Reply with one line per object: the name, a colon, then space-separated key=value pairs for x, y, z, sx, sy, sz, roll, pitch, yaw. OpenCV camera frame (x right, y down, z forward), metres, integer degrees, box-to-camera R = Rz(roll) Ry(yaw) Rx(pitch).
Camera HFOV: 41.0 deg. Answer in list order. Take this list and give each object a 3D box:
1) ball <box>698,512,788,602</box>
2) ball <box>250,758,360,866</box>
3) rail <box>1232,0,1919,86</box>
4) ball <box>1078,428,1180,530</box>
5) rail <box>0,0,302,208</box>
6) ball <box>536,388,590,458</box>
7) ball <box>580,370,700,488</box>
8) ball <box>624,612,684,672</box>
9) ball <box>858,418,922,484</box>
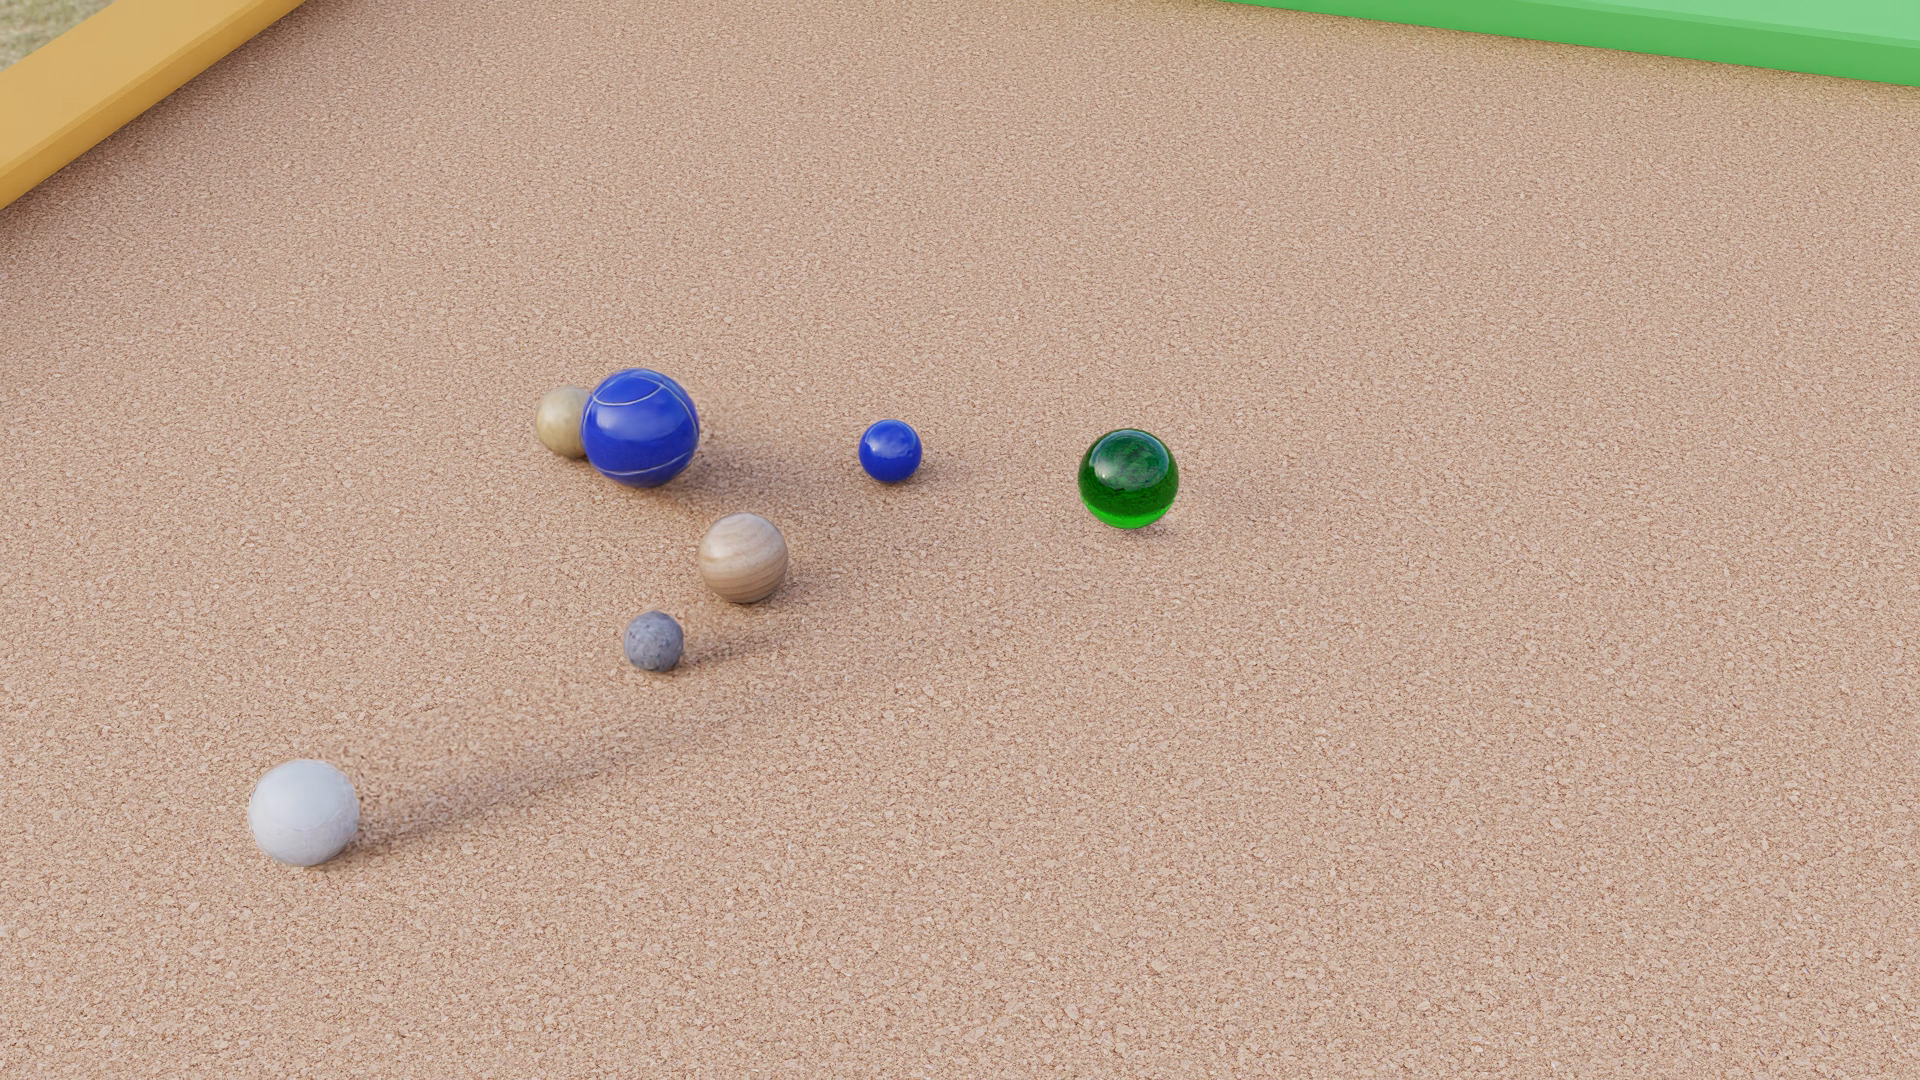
ball: x=-0.166 y=0.013 z=1.960 sx=0.069 sy=0.069 sz=0.069 roll=0 pitch=33 yaw=0
ball: x=-0.435 y=0.181 z=1.706 sx=0.071 sy=0.071 sz=0.071 roll=0 pitch=33 yaw=0
rail: x=1.433 y=-0.461 z=2.625 sx=4.426 sy=0.126 sz=0.045 roll=10 pitch=35 yaw=15
ball: x=0.134 y=-0.049 z=2.044 sx=0.081 sy=0.081 sz=0.081 roll=0 pitch=33 yaw=0
rail: x=-1.027 y=-0.216 z=2.254 sx=0.045 sy=0.126 sz=2.459 roll=10 pitch=35 yaw=15
ball: x=-0.325 y=-0.098 z=2.139 sx=0.058 sy=0.058 sz=0.058 roll=0 pitch=33 yaw=0
ball: x=-0.261 y=-0.091 z=2.093 sx=0.097 sy=0.097 sz=0.097 roll=0 pitch=33 yaw=0
ball: x=-0.225 y=0.075 z=1.890 sx=0.045 sy=0.045 sz=0.045 roll=0 pitch=33 yaw=0
ball: x=-0.057 y=-0.073 z=2.106 sx=0.053 sy=0.053 sz=0.053 roll=0 pitch=33 yaw=0
